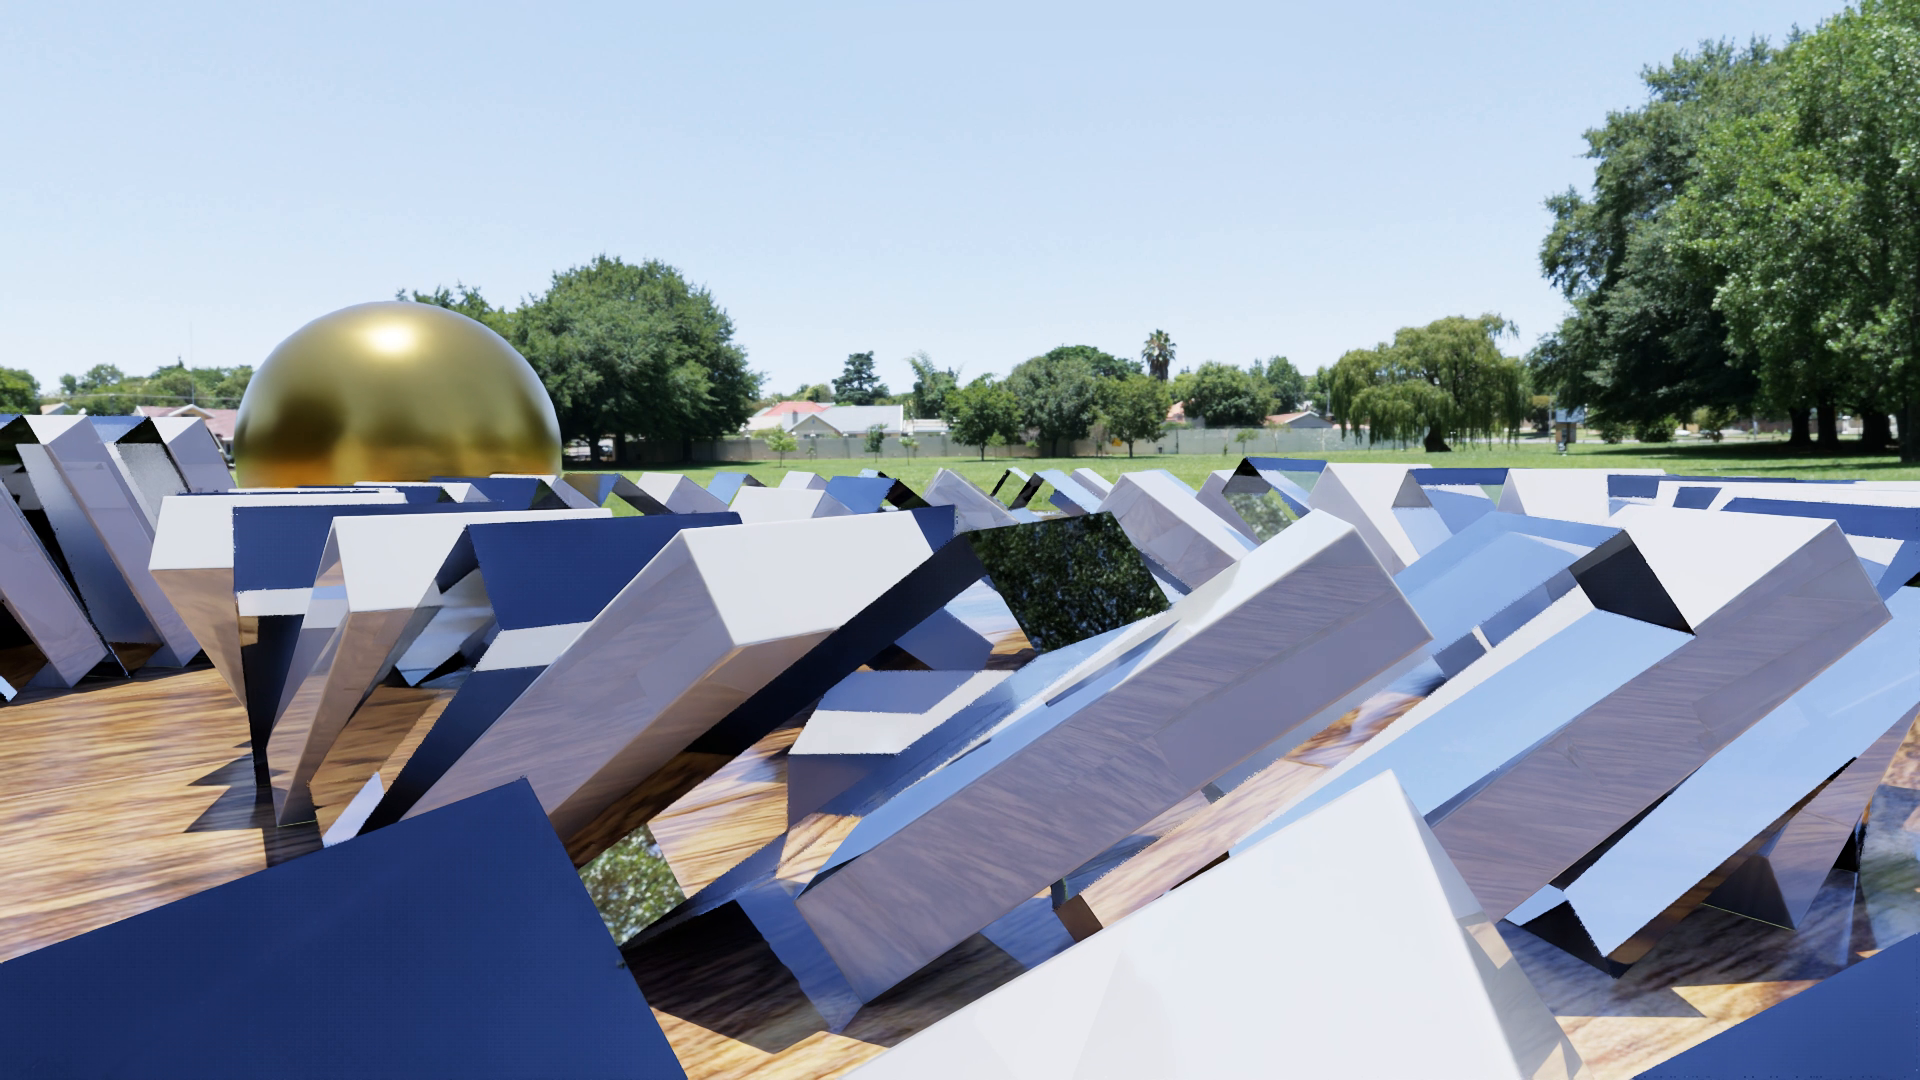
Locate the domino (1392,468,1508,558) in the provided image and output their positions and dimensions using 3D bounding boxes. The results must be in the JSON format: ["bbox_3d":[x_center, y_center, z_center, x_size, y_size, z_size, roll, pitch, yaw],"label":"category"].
[{"bbox_3d":[0.097,0.007,0.219,0.025,0.010,0.050,-1,42,-11],"label":"domino"}]

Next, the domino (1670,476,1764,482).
[{"bbox_3d":[0.170,0.005,0.262,0.025,0.009,0.050,-2,38,-20],"label":"domino"}]

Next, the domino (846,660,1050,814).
[{"bbox_3d":[0.000,0.025,0.172,0.025,0.010,0.050,0,4,1],"label":"domino"}]

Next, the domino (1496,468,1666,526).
[{"bbox_3d":[0.104,0.008,0.201,0.025,0.010,0.050,0,42,5],"label":"domino"}]

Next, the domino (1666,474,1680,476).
[{"bbox_3d":[0.162,0.004,0.278,0.025,0.009,0.050,-1,38,-22],"label":"domino"}]

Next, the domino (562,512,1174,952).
[{"bbox_3d":[-0.009,0.016,0.105,0.050,0.010,0.025,-38,-14,27],"label":"domino"}]

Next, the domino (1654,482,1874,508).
[{"bbox_3d":[0.100,0.012,0.163,0.025,0.010,0.050,3,41,34],"label":"domino"}]

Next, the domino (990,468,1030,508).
[{"bbox_3d":[0.032,-0.001,0.342,0.050,0.010,0.025,35,8,4],"label":"domino"}]

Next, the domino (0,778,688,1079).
[{"bbox_3d":[-0.030,0.023,0.023,0.050,0.010,0.025,-34,-9,20],"label":"domino"}]

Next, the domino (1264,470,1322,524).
[{"bbox_3d":[0.104,0.000,0.326,0.050,0.010,0.025,40,24,25],"label":"domino"}]

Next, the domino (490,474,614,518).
[{"bbox_3d":[-0.077,0.004,0.274,0.025,0.010,0.050,3,-29,41],"label":"domino"}]

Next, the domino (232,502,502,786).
[{"bbox_3d":[-0.068,0.013,0.148,0.025,0.009,0.050,-2,-30,-27],"label":"domino"}]

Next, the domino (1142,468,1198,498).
[{"bbox_3d":[0.069,-0.001,0.338,0.050,0.010,0.025,37,15,15],"label":"domino"}]

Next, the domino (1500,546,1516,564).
[{"bbox_3d":[0.120,0.001,0.317,0.050,0.010,0.025,42,27,27],"label":"domino"}]

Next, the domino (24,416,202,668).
[{"bbox_3d":[-0.162,0.001,0.236,0.025,0.050,0.009,1,36,12],"label":"domino"}]

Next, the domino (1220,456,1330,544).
[{"bbox_3d":[0.075,0.004,0.249,0.025,0.009,0.050,0,43,-36],"label":"domino"}]

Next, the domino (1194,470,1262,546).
[{"bbox_3d":[0.086,0.000,0.332,0.050,0.010,0.025,38,18,18],"label":"domino"}]

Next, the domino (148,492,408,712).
[{"bbox_3d":[-0.080,0.012,0.164,0.025,0.009,0.050,-1,-31,-13],"label":"domino"}]

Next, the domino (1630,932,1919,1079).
[{"bbox_3d":[0.007,0.024,0.020,0.050,0.009,0.025,-32,-1,9],"label":"domino"}]

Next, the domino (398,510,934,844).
[{"bbox_3d":[-0.026,0.016,0.112,0.050,0.010,0.025,-40,-20,33],"label":"domino"}]

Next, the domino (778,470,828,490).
[{"bbox_3d":[-0.022,0.001,0.323,0.050,0.010,0.025,34,-9,-21],"label":"domino"}]

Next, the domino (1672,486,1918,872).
[{"bbox_3d":[0.092,0.013,0.147,0.025,0.009,0.050,4,42,42],"label":"domino"}]

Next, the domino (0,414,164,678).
[{"bbox_3d":[-0.165,0.002,0.225,0.025,0.050,0.010,1,36,12],"label":"domino"}]

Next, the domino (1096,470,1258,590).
[{"bbox_3d":[0.053,0.005,0.254,0.050,0.009,0.025,39,18,17],"label":"domino"}]

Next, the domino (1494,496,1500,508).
[{"bbox_3d":[0.150,0.003,0.294,0.025,0.009,0.050,-2,39,-32],"label":"domino"}]

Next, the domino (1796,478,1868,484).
[{"bbox_3d":[0.178,0.007,0.245,0.025,0.009,0.050,-1,38,-13],"label":"domino"}]

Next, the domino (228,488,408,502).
[{"bbox_3d":[-0.090,0.009,0.200,0.025,0.010,0.050,0,-30,6],"label":"domino"}]

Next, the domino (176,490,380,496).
[{"bbox_3d":[-0.087,0.011,0.182,0.025,0.010,0.050,-1,-30,-2],"label":"domino"}]

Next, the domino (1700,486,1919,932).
[{"bbox_3d":[0.081,0.014,0.130,0.050,0.010,0.025,-43,24,-23],"label":"domino"}]

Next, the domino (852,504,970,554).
[{"bbox_3d":[-0.007,0.011,0.192,0.025,0.010,0.050,-6,-25,13],"label":"domino"}]

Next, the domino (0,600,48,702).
[{"bbox_3d":[-0.172,0.004,0.202,0.025,0.050,0.010,1,40,12],"label":"domino"}]

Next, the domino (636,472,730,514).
[{"bbox_3d":[-0.052,0.002,0.303,0.050,0.010,0.025,37,-16,-30],"label":"domino"}]

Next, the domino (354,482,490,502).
[{"bbox_3d":[-0.087,0.007,0.238,0.025,0.009,0.050,2,-29,20],"label":"domino"}]

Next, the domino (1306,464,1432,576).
[{"bbox_3d":[0.088,0.006,0.235,0.025,0.010,0.050,-1,43,-23],"label":"domino"}]

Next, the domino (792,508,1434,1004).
[{"bbox_3d":[0.012,0.016,0.105,0.050,0.009,0.025,-35,-2,10],"label":"domino"}]

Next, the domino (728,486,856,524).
[{"bbox_3d":[-0.015,0.008,0.223,0.025,0.010,0.050,5,-27,49],"label":"domino"}]

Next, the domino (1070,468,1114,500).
[{"bbox_3d":[0.050,-0.001,0.341,0.050,0.010,0.025,35,11,9],"label":"domino"}]

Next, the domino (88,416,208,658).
[{"bbox_3d":[-0.158,0.000,0.246,0.025,0.050,0.010,1,36,12],"label":"domino"}]

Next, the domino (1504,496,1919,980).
[{"bbox_3d":[0.066,0.015,0.117,0.050,0.009,0.025,-37,13,-9],"label":"domino"}]

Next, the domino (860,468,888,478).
[{"bbox_3d":[-0.005,0.000,0.332,0.050,0.009,0.025,34,-4,-14],"label":"domino"}]

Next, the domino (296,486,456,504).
[{"bbox_3d":[-0.089,0.008,0.218,0.025,0.010,0.050,1,-30,10],"label":"domino"}]

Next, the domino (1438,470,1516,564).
[{"bbox_3d":[0.138,0.002,0.307,0.025,0.010,0.050,-3,39,-38],"label":"domino"}]

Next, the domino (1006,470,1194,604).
[{"bbox_3d":[0.035,0.005,0.257,0.050,0.009,0.025,38,13,10],"label":"domino"}]

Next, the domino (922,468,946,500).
[{"bbox_3d":[0.013,-0.001,0.339,0.050,0.009,0.025,34,2,-4],"label":"domino"}]

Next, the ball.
[{"bbox_3d":[-0.147,-0.023,0.341,0.080,0.080,0.080,0,4,0],"label":"ball"}]

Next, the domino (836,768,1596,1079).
[{"bbox_3d":[-0.011,0.023,0.021,0.050,0.009,0.025,-34,-4,13],"label":"domino"}]

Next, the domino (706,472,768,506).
[{"bbox_3d":[-0.038,0.001,0.314,0.050,0.010,0.025,35,-12,-24],"label":"domino"}]

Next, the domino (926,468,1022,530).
[{"bbox_3d":[0.015,0.005,0.255,0.050,0.010,0.025,37,4,-1],"label":"domino"}]

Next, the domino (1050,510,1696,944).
[{"bbox_3d":[0.030,0.016,0.107,0.050,0.010,0.025,-35,3,4],"label":"domino"}]

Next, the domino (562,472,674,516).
[{"bbox_3d":[-0.066,0.003,0.288,0.025,0.010,0.050,4,-29,47],"label":"domino"}]

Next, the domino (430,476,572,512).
[{"bbox_3d":[-0.081,0.005,0.253,0.025,0.010,0.050,2,-30,21],"label":"domino"}]

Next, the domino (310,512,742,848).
[{"bbox_3d":[-0.041,0.015,0.122,0.025,0.010,0.050,-4,-29,-44],"label":"domino"}]

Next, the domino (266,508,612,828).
[{"bbox_3d":[-0.055,0.014,0.135,0.025,0.009,0.050,-3,-29,-37],"label":"domino"}]

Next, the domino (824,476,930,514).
[{"bbox_3d":[-0.002,0.006,0.237,0.050,0.010,0.025,38,-15,-27],"label":"domino"}]

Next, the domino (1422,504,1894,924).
[{"bbox_3d":[0.049,0.016,0.111,0.050,0.009,0.025,-36,8,-4],"label":"domino"}]

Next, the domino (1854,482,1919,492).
[{"bbox_3d":[0.184,0.008,0.227,0.025,0.010,0.050,-1,38,-7],"label":"domino"}]

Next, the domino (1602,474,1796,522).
[{"bbox_3d":[0.106,0.010,0.181,0.025,0.009,0.050,3,42,23],"label":"domino"}]

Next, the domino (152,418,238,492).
[{"bbox_3d":[-0.155,-0.001,0.257,0.025,0.050,0.010,1,36,12],"label":"domino"}]

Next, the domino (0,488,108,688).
[{"bbox_3d":[-0.169,0.003,0.215,0.025,0.050,0.010,1,36,12],"label":"domino"}]
